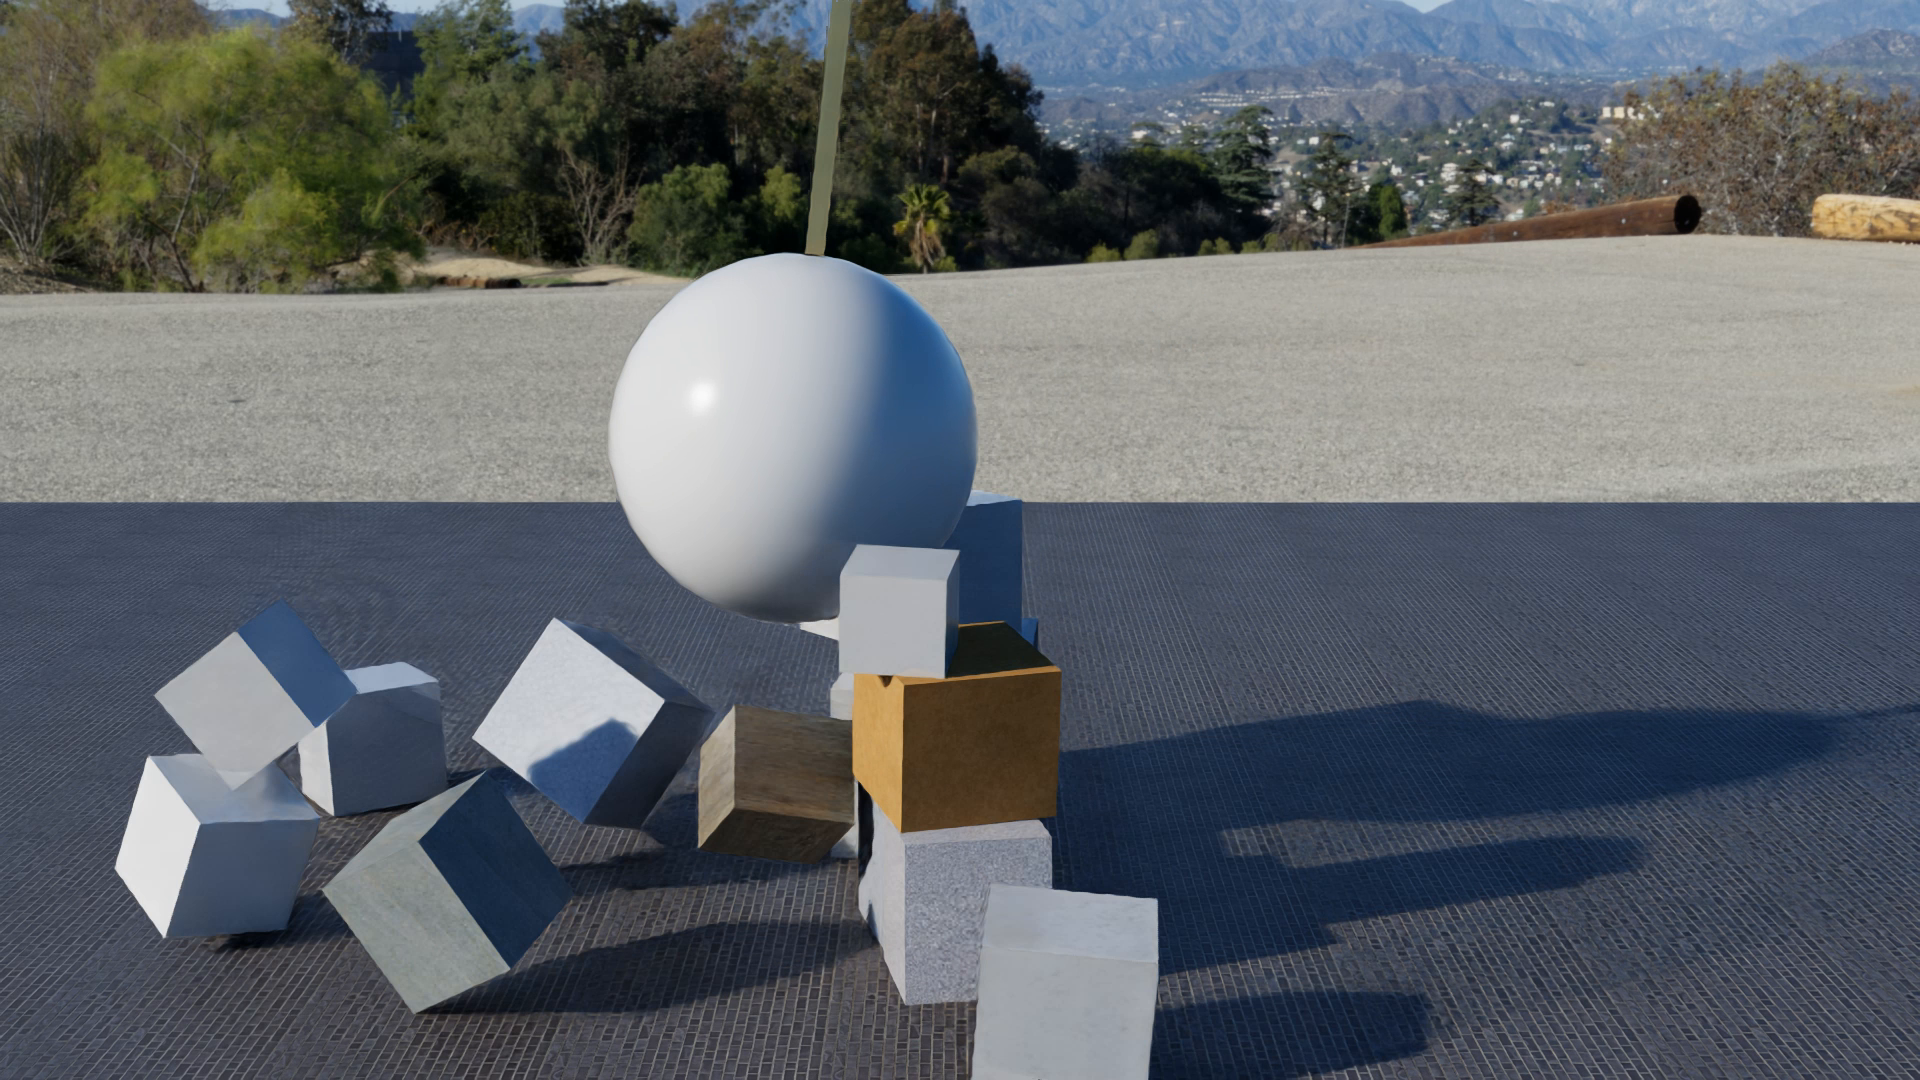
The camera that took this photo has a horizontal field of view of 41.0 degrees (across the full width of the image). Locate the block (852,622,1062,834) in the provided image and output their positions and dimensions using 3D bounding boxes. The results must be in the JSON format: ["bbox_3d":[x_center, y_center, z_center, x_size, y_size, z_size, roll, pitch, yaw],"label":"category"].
[{"bbox_3d":[-0.023,0.726,10.141,0.637,0.599,0.652,-4,17,-19],"label":"block"}]

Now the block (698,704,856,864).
[{"bbox_3d":[-0.765,1.022,10.666,0.519,0.457,0.488,10,-30,-20],"label":"block"}]

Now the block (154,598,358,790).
[{"bbox_3d":[-2.886,0.628,10.548,0.459,0.500,0.508,-36,7,14],"label":"block"}]

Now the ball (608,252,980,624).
[{"bbox_3d":[-0.717,-0.440,11.100,1.600,1.600,1.600,0,10,0],"label":"ball"}]

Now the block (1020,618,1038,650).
[{"bbox_3d":[0.005,0.854,12.567,0.722,0.823,0.709,1,10,4],"label":"block"}]

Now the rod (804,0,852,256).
[{"bbox_3d":[-0.310,-3.761,10.497,0.080,5.200,0.080,7,10,-1],"label":"rod"}]

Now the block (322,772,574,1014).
[{"bbox_3d":[-1.937,1.336,9.744,0.528,0.593,0.528,-27,13,29],"label":"block"}]

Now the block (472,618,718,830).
[{"bbox_3d":[-1.675,0.855,11.844,0.672,0.665,0.674,35,2,17],"label":"block"}]

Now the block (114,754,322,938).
[{"bbox_3d":[-3.053,1.248,10.548,0.539,0.544,0.513,3,26,-44],"label":"block"}]

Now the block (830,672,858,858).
[{"bbox_3d":[-0.132,1.004,11.866,0.825,0.780,0.689,1,10,7],"label":"block"}]

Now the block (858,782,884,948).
[{"bbox_3d":[-0.077,1.284,10.617,0.576,0.676,0.629,-2,11,-13],"label":"block"}]

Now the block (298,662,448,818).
[{"bbox_3d":[-2.885,0.966,12.548,0.567,0.579,0.530,-8,12,-29],"label":"block"}]

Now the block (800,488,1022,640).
[{"bbox_3d":[-0.244,0.119,12.446,0.775,0.667,0.770,-8,13,-37],"label":"block"}]

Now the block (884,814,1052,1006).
[{"bbox_3d":[0.023,1.407,10.045,0.568,0.637,0.529,-2,10,-10],"label":"block"}]

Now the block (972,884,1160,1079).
[{"bbox_3d":[0.375,1.596,9.059,0.604,0.533,0.560,5,15,3],"label":"block"}]

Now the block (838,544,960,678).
[{"bbox_3d":[-0.231,0.272,9.911,0.407,0.390,0.415,3,16,6],"label":"block"}]
